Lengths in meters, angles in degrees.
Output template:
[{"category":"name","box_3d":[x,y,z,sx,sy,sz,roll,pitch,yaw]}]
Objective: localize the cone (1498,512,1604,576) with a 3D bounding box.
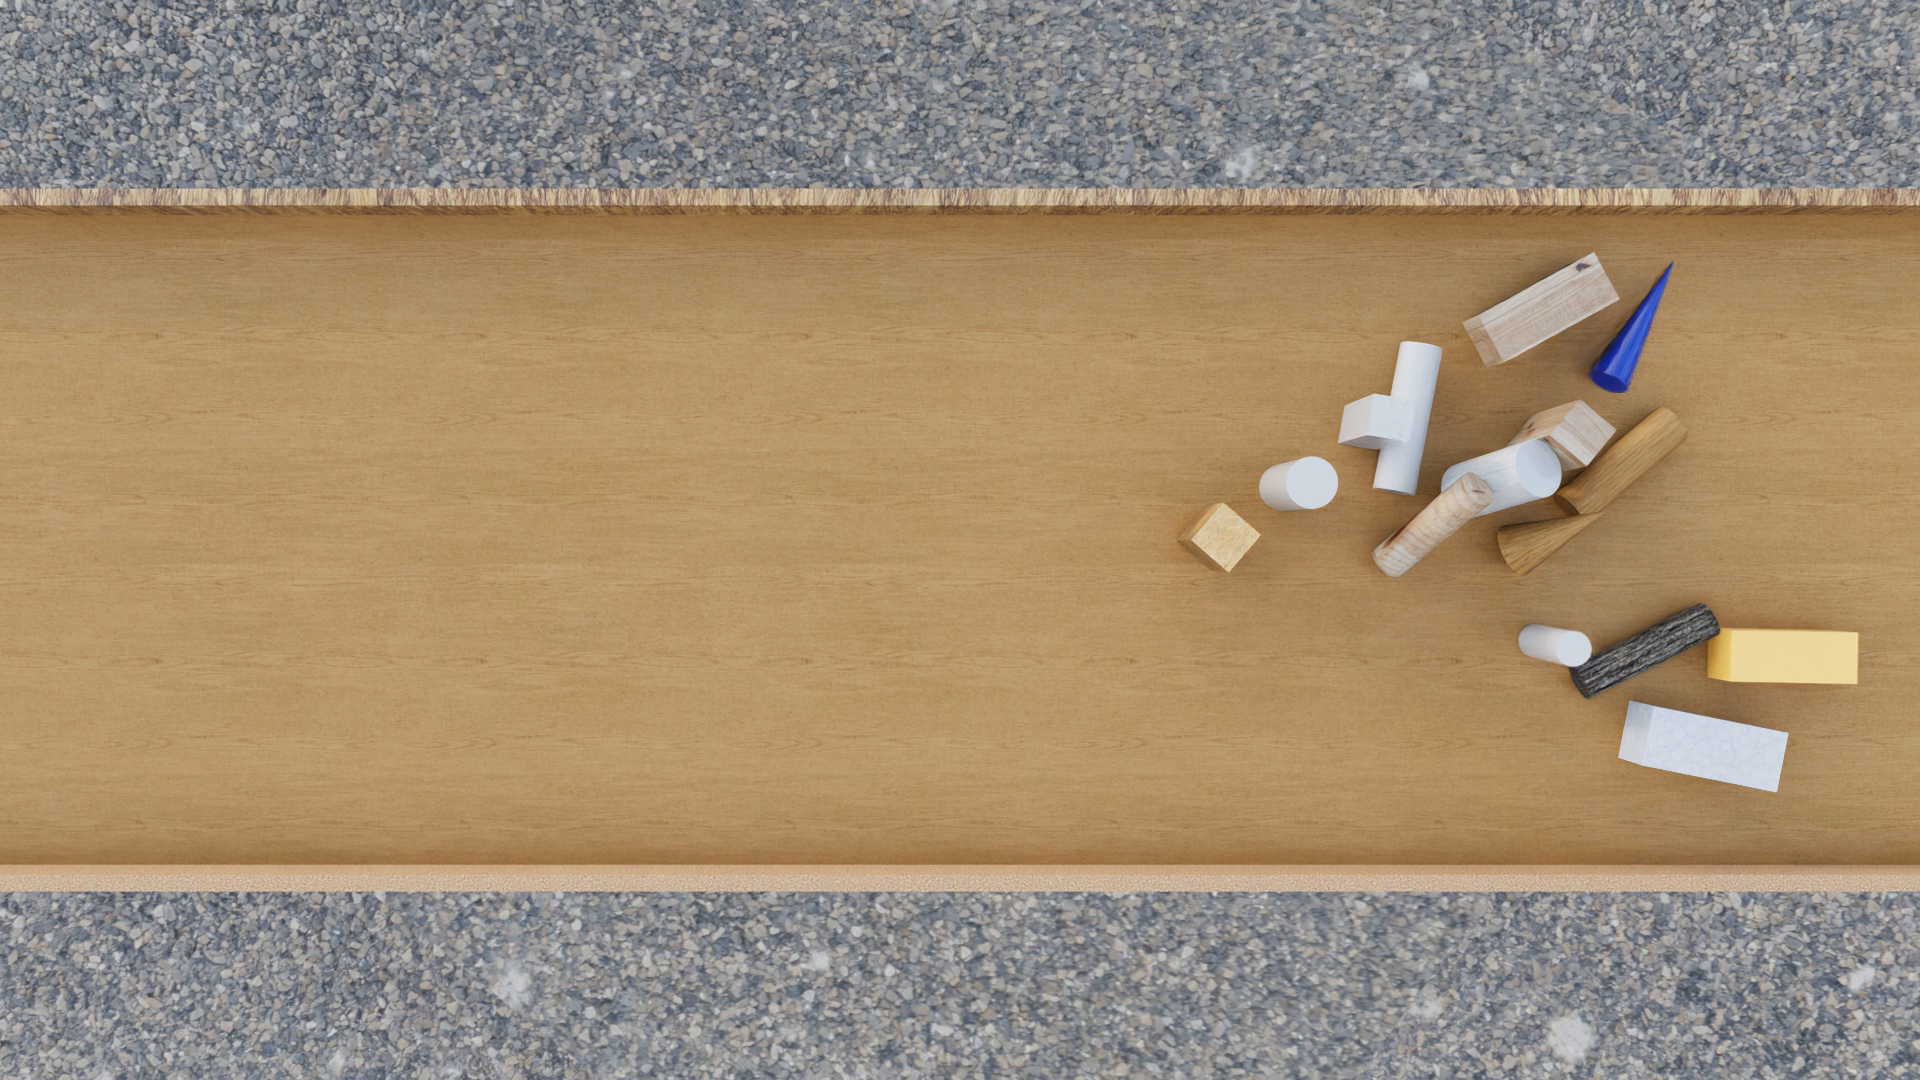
[{"category":"cone","box_3d":[1.785,-0.027,4.911,0.311,0.165,0.165,-30,90,41]}]

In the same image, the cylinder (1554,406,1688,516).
[{"category":"cylinder","box_3d":[2.009,-0.224,5.014,0.412,0.126,0.126,-40,90,0]}]

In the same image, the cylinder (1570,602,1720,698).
[{"category":"cylinder","box_3d":[2.083,0.337,5.022,0.438,0.109,0.109,-26,90,0]}]

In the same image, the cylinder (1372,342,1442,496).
[{"category":"cylinder","box_3d":[1.361,-0.368,5.013,0.126,0.126,0.450,11,90,0]}]

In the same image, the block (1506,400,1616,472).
[{"category":"block","box_3d":[1.778,-0.299,4.897,0.137,0.351,0.137,40,86,0]}]

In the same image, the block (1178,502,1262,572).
[{"category":"block","box_3d":[0.766,-0.007,4.910,0.142,0.332,0.142,41,90,0]}]

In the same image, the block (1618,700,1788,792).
[{"category":"block","box_3d":[2.243,0.622,4.987,0.407,0.179,0.179,11,90,0]}]

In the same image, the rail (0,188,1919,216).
[{"category":"rail","box_3d":[-2.247,-1.025,5.002,12.000,0.150,0.050,0,90,0]}]

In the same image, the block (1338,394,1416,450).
[{"category":"block","box_3d":[1.228,-0.346,4.877,0.118,0.397,0.118,10,90,1]}]

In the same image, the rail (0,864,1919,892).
[{"category":"rail","box_3d":[-2.247,1.025,5.001,12.000,0.150,0.050,0,90,0]}]

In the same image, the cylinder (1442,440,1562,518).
[{"category":"cylinder","box_3d":[1.603,-0.178,4.897,0.172,0.316,0.172,5,77,-24]}]

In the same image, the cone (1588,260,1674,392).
[{"category":"cone","box_3d":[2.084,-0.673,5.047,0.117,0.117,0.450,31,83,0]}]

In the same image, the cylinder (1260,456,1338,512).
[{"category":"cylinder","box_3d":[0.994,-0.162,4.868,0.147,0.417,0.147,0,90,0]}]

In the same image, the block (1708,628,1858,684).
[{"category":"block","box_3d":[2.491,0.350,5.000,0.378,0.152,0.152,1,90,0]}]

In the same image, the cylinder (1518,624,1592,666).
[{"category":"cylinder","box_3d":[1.768,0.312,4.913,0.103,0.326,0.103,0,91,0]}]

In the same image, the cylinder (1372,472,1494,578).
[{"category":"cylinder","box_3d":[1.404,-0.041,4.910,0.113,0.113,0.390,43,129,0]}]

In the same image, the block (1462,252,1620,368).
[{"category":"block","box_3d":[1.756,-0.694,4.996,0.393,0.160,0.160,-29,90,0]}]
